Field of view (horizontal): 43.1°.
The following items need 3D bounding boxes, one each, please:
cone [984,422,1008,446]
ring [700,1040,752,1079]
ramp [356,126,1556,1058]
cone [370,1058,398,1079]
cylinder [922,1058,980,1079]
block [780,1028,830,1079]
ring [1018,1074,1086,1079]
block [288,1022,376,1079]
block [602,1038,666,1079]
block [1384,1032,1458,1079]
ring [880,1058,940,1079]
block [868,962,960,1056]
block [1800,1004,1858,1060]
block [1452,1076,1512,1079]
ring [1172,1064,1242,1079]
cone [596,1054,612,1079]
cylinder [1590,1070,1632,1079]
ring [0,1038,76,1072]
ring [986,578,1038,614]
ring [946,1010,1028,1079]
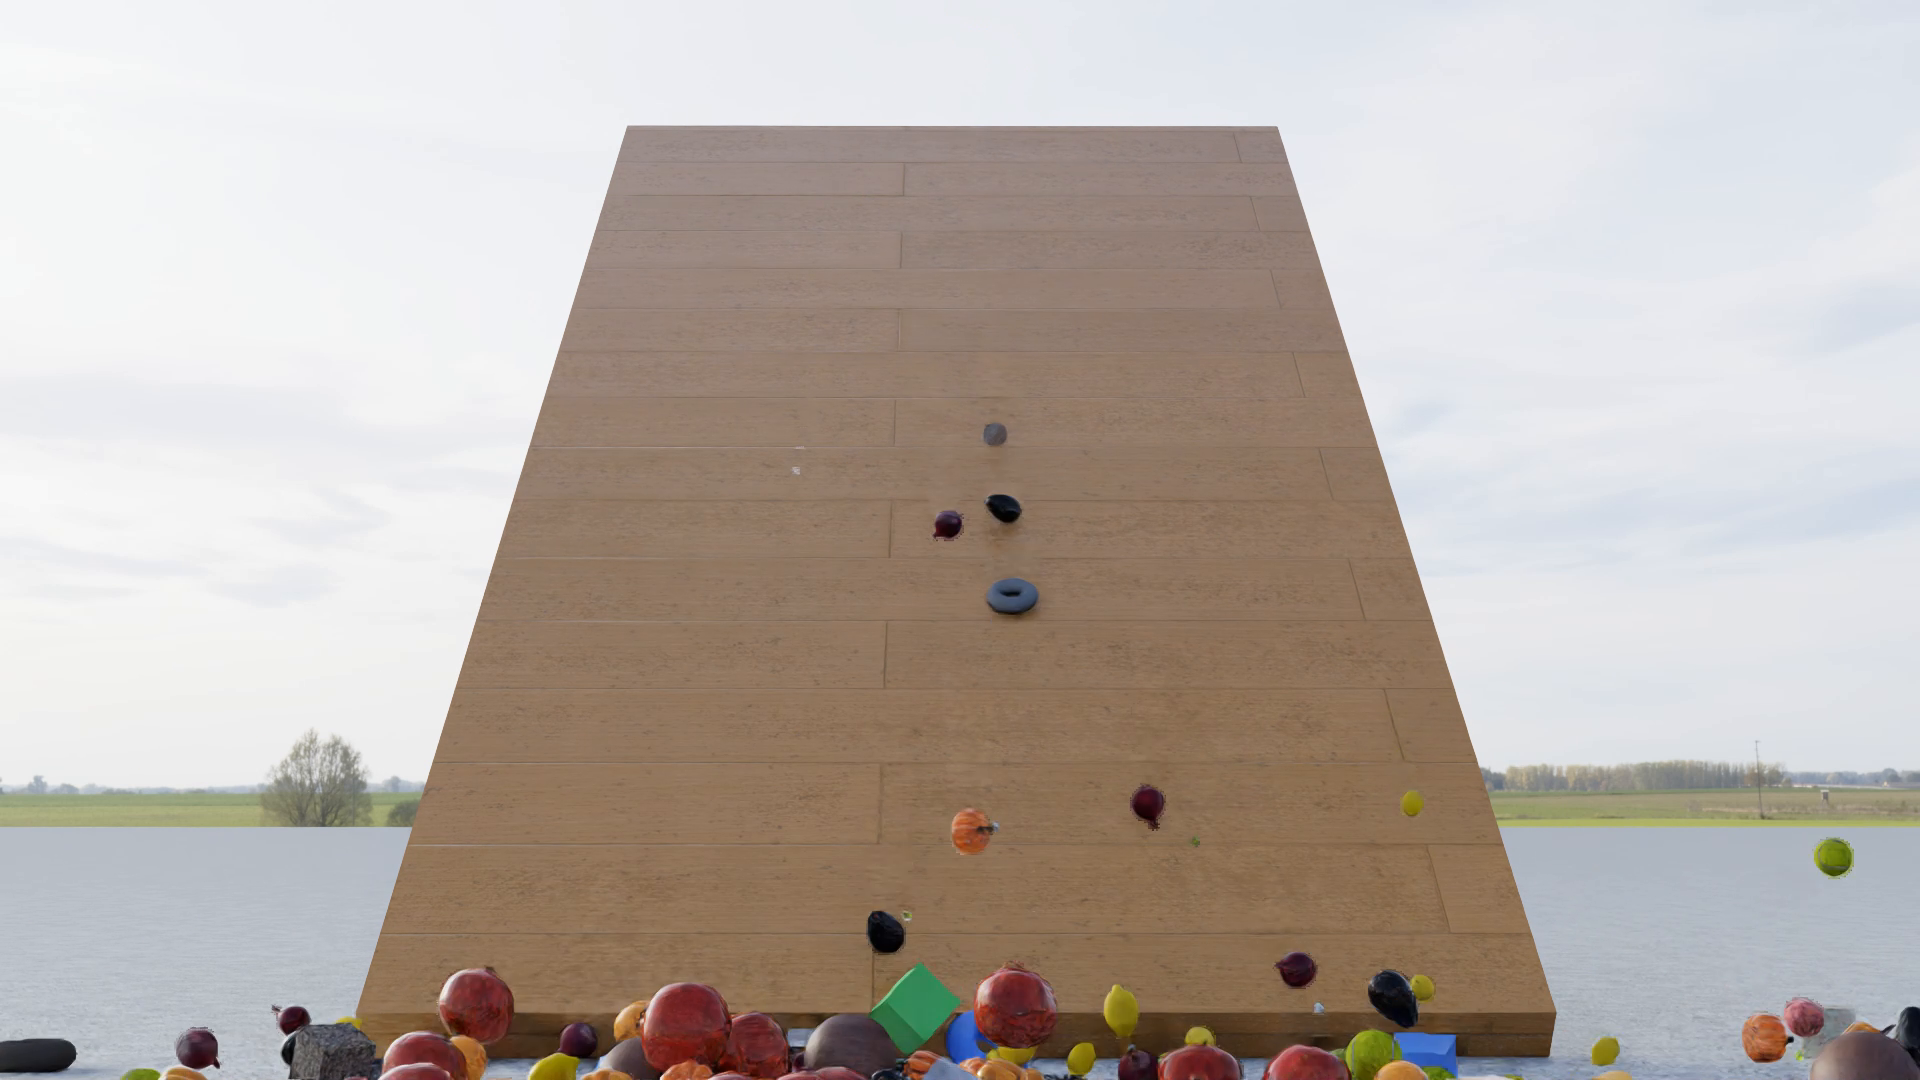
[{"bbox_3d":[0.081,-0.251,5.749,0.058,0.058,0.058,0,4,-4],"label":"cone"},{"bbox_3d":[-0.335,0.758,3.481,0.031,0.092,0.092,43,-29,-27],"label":"ring"},{"bbox_3d":[-0.014,-0.200,5.787,2.000,0.100,4.000,0,31,0],"label":"ramp"},{"bbox_3d":[-0.833,0.791,3.510,0.061,0.061,0.061,4,19,-32],"label":"cone"},{"bbox_3d":[-0.003,0.664,2.825,0.090,0.090,0.090,28,3,19],"label":"cylinder"},{"bbox_3d":[-0.238,0.786,3.718,0.056,0.056,0.056,-1,17,15],"label":"block"},{"bbox_3d":[0.130,0.778,3.435,0.116,0.039,0.116,-1,-8,0],"label":"ring"},{"bbox_3d":[-0.899,0.749,3.484,0.082,0.082,0.082,5,11,-42],"label":"block"},{"bbox_3d":[-0.456,0.743,3.382,0.072,0.072,0.072,20,-7,-2],"label":"block"},{"bbox_3d":[0.639,0.737,3.366,0.084,0.084,0.084,-1,6,20],"label":"block"},{"bbox_3d":[-0.059,0.800,3.640,0.123,0.041,0.123,1,-7,0],"label":"ring"},{"bbox_3d":[-0.070,0.713,3.697,0.087,0.087,0.087,-44,-4,-34],"label":"block"},{"bbox_3d":[1.469,0.832,4.112,0.084,0.084,0.084,-2,-7,17],"label":"block"},{"bbox_3d":[0.636,0.690,2.902,0.082,0.082,0.082,3,-3,-32],"label":"block"},{"bbox_3d":[0.367,0.799,3.611,0.106,0.035,0.106,-1,-6,0],"label":"ring"},{"bbox_3d":[-0.527,0.809,3.648,0.054,0.054,0.054,-1,20,9],"label":"cone"},{"bbox_3d":[0.873,0.744,3.264,0.052,0.052,0.052,-3,-3,-42],"label":"cylinder"},{"bbox_3d":[-1.491,0.828,3.906,0.135,0.045,0.135,-1,-6,0],"label":"ring"},{"bbox_3d":[0.110,0.118,5.127,0.109,0.036,0.109,-1,31,1],"label":"ring"},{"bbox_3d":[0.041,0.771,3.685,0.134,0.134,0.045,4,-50,-33],"label":"ring"}]
